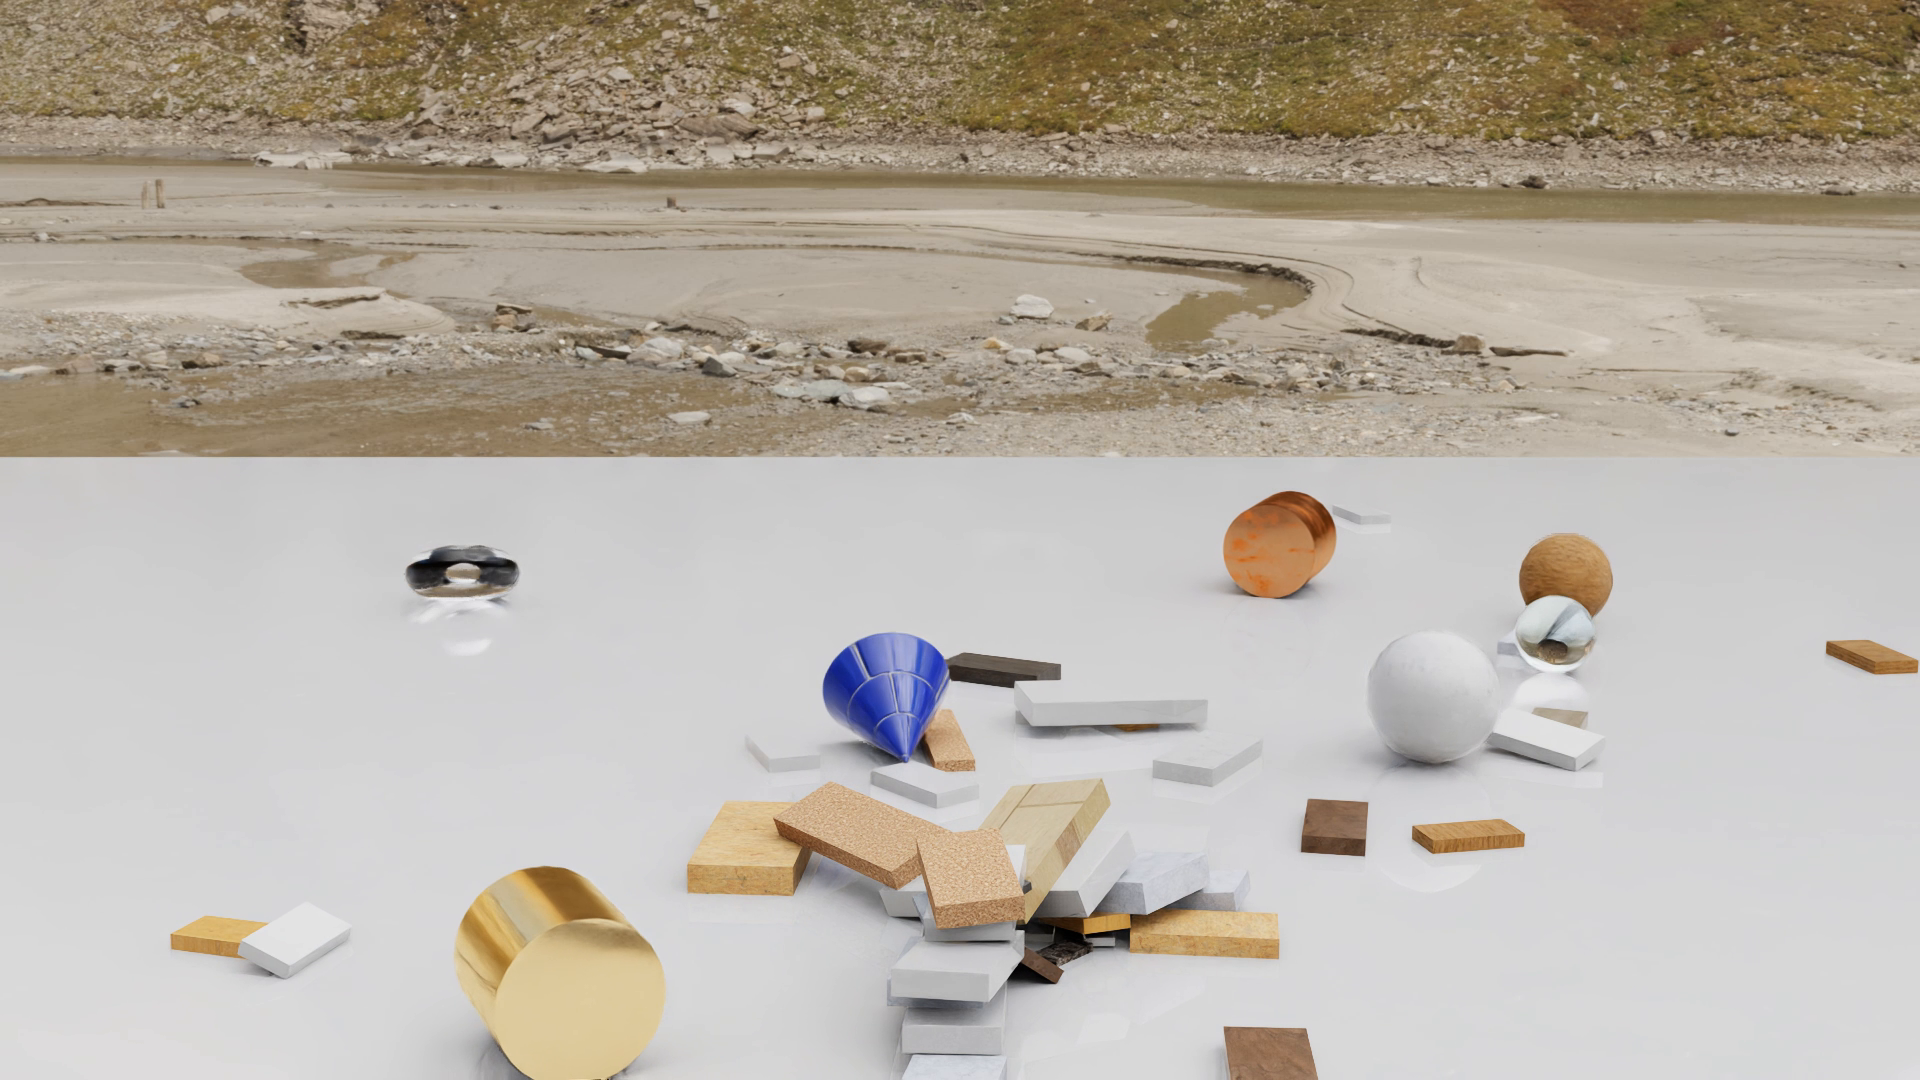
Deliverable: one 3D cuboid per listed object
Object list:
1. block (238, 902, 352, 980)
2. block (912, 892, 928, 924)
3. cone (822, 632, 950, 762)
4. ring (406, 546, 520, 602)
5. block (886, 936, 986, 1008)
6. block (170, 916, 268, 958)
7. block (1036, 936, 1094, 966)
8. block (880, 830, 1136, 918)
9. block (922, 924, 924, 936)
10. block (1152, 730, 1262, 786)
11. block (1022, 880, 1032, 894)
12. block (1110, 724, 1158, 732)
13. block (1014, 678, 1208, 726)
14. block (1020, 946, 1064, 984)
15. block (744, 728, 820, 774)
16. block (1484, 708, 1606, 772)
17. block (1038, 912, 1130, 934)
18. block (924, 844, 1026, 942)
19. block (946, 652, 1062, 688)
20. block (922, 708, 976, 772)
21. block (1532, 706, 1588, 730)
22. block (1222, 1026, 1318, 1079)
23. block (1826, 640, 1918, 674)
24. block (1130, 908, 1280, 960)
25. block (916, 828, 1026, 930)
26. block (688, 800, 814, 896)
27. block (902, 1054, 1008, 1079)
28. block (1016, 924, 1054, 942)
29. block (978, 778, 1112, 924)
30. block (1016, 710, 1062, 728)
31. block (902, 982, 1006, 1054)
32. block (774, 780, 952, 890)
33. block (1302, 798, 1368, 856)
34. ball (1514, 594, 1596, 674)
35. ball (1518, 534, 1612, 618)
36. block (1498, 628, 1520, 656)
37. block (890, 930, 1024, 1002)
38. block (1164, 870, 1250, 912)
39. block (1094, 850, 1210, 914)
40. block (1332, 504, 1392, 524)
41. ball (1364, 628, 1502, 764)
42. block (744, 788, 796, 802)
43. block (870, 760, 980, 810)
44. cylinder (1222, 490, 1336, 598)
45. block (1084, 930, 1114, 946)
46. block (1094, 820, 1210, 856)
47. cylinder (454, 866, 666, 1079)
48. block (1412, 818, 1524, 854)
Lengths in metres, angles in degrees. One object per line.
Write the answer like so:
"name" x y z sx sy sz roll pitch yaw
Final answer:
"block" -1.022 0.615 3.384 0.088 0.025 0.175 24 16 11
"block" -0.033 0.558 3.242 0.045 0.013 0.091 -14 50 -17
"cone" -0.128 0.370 4.429 0.266 0.266 0.266 -2 31 -11
"ring" -1.326 0.090 5.870 0.301 0.100 0.301 -4 -15 -1
"block" -0.021 0.621 3.166 0.134 0.038 0.267 1 2 6
"block" -1.130 0.621 3.432 0.175 0.025 0.088 3 11 18
"block" 0.160 0.635 3.391 0.045 0.013 0.091 9 14 40
"block" 0.074 0.532 3.505 0.385 0.048 0.171 -7 22 36
"block" -0.017 0.596 3.327 0.081 0.023 0.161 4 -23 -1
"block" 0.498 0.435 4.402 0.128 0.036 0.256 6 12 29
"block" 0.059 0.515 3.289 0.091 0.013 0.045 11 27 44
"block" 0.348 0.379 4.743 0.081 0.023 0.162 -6 12 -30
"block" 0.321 0.346 4.703 0.380 0.050 0.178 0 11 -11
"block" 0.083 0.619 3.331 0.081 0.023 0.161 36 -9 -29
"block" -0.362 0.427 4.466 0.104 0.029 0.207 -4 11 -19
"block" 1.182 0.404 4.471 0.111 0.031 0.222 -25 29 -39
"block" 0.195 0.595 3.465 0.081 0.023 0.161 -3 -1 -24
"block" 0.025 0.513 3.209 0.125 0.035 0.249 -2 16 7
"block" 0.092 0.305 5.105 0.256 0.036 0.128 6 12 27
"block" -0.035 0.413 4.561 0.081 0.023 0.398 -1 11 -7
"block" 1.247 0.398 4.619 0.111 0.031 0.222 4 11 23
"block" 0.414 0.710 2.932 0.114 0.032 0.229 1 11 3
"block" 2.179 0.279 5.259 0.109 0.031 0.218 -2 11 -8
"block" 0.383 0.615 3.444 0.229 0.032 0.114 1 11 7
"block" 0.013 0.486 3.176 0.125 0.035 0.249 -6 16 -6
"block" -0.352 0.534 3.834 0.178 0.050 0.355 1 11 4
"block" -0.048 0.755 2.683 0.125 0.035 0.554 2 11 10
"block" 0.103 0.619 3.474 0.091 0.013 0.045 1 10 7
"block" 0.092 0.489 3.452 0.171 0.048 0.341 -9 21 32
"block" 0.193 0.365 4.803 0.103 0.029 0.207 2 11 13
"block" -0.005 0.662 3.073 0.134 0.038 0.267 0 2 3
"block" -0.164 0.492 3.695 0.128 0.036 0.360 -31 25 -29
"block" 0.679 0.518 3.972 0.111 0.031 0.222 2 11 11
"ball" 1.394 0.221 5.149 0.185 0.185 0.185 0 11 0
"ball" 1.557 0.103 5.653 0.233 0.233 0.233 0 11 0
"block" 1.414 0.247 5.430 0.109 0.031 0.246 6 12 28
"block" 0.000 0.587 3.059 0.134 0.038 0.267 1 2 12
"block" 0.348 0.574 3.582 0.229 0.032 0.114 -5 8 20
"block" 0.206 0.548 3.561 0.355 0.050 0.178 -4 6 41
"block" 1.318 -0.085 7.221 0.109 0.031 0.218 -3 11 -15
"ball" 0.951 0.313 4.421 0.269 0.269 0.269 0 11 0
"block" -0.363 0.498 4.103 0.081 0.023 0.162 1 11 7
"block" -0.069 0.470 4.235 0.104 0.029 0.207 -8 13 -38
"cylinder" 0.887 0.010 6.088 0.257 0.257 0.257 4 11 22
"block" 0.217 0.619 3.464 0.045 0.013 0.091 0 8 -1
"block" 0.252 0.537 3.822 0.341 0.048 0.171 3 11 14
"cylinder" -0.550 0.593 3.012 0.233 0.233 0.233 -5 12 -25
"block" 0.908 0.529 3.929 0.176 0.025 0.088 -2 11 -13
